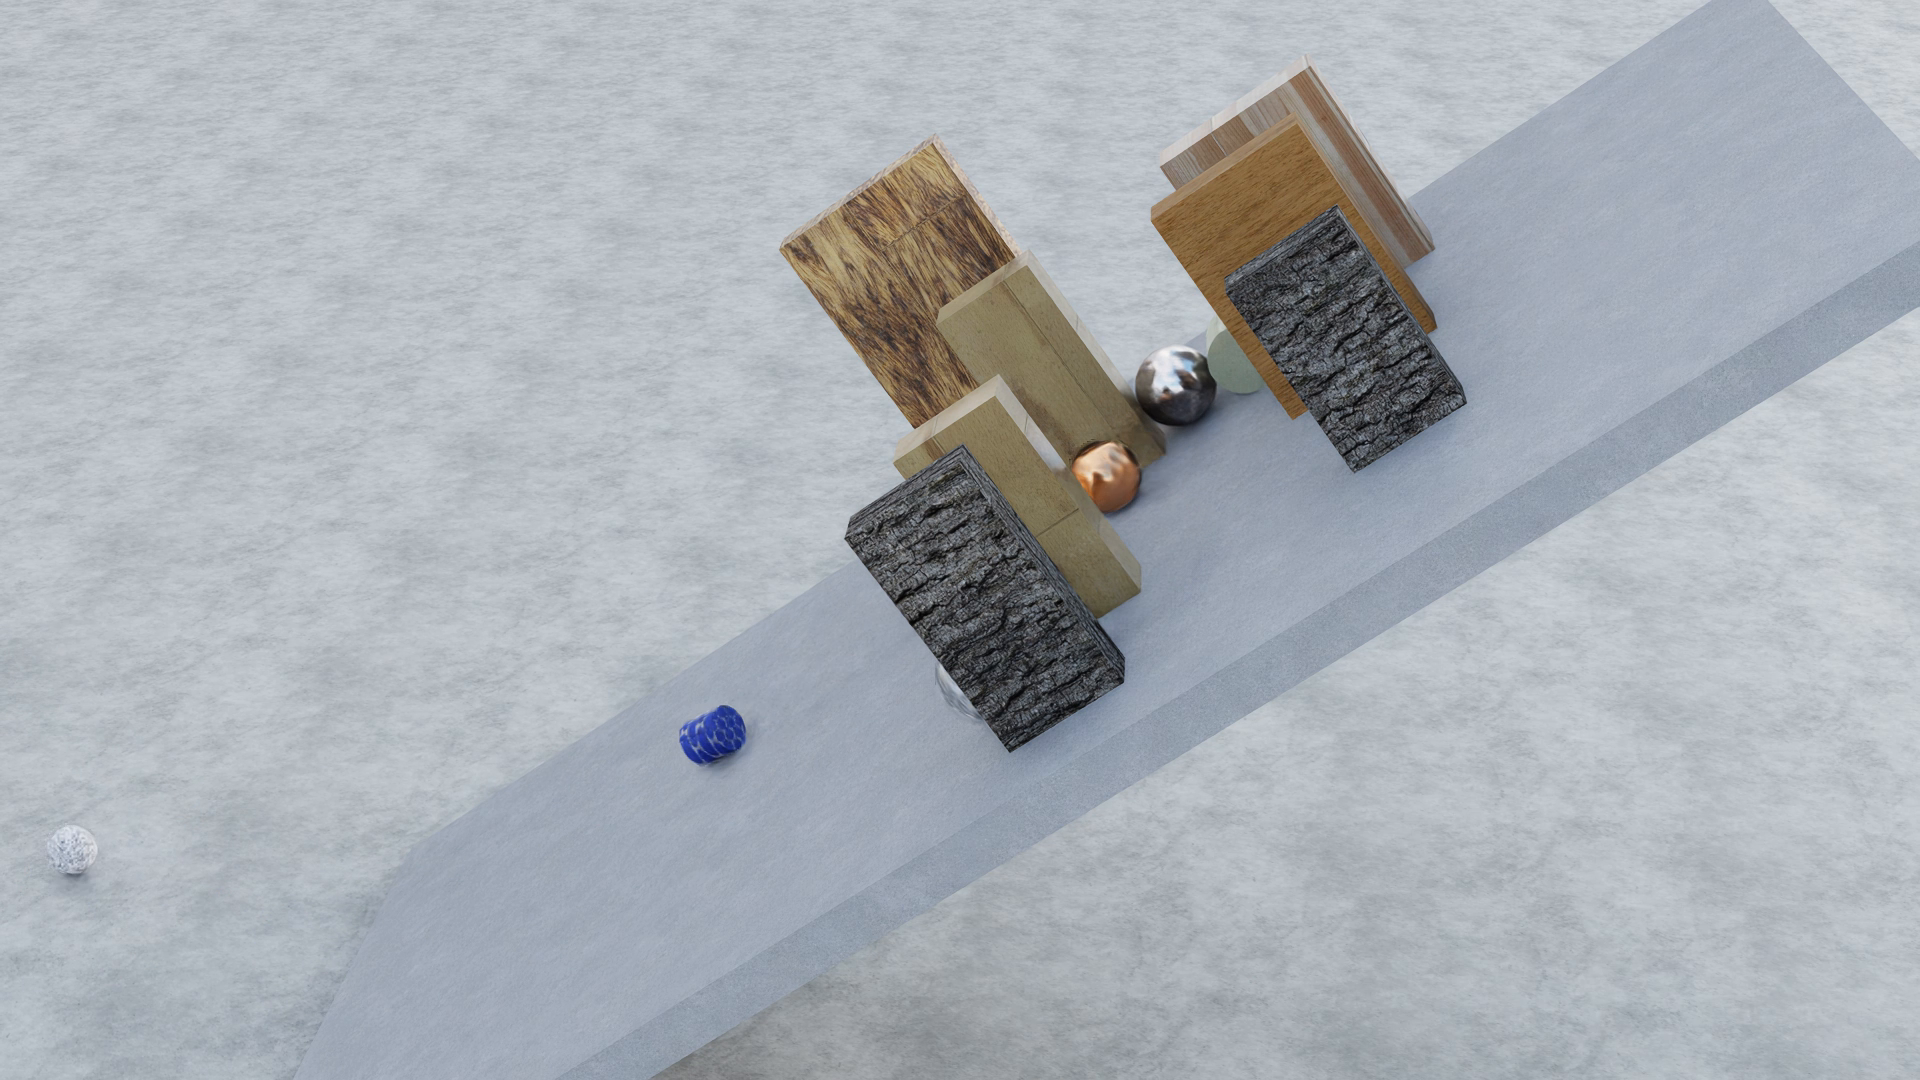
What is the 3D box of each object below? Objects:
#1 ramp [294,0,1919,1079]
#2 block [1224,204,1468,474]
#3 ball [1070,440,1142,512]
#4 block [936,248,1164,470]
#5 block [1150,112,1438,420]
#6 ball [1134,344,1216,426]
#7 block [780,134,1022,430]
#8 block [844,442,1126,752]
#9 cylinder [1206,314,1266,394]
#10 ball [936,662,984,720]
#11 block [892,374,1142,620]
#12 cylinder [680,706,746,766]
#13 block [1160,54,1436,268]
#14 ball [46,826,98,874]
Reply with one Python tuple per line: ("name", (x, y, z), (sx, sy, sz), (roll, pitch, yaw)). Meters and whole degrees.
("ramp", (0.134, 0.175, 6.310), (4.000, 0.100, 2.000), (-33, 16, 15))
("block", (0.732, -0.379, 5.582), (0.254, 0.438, 0.103), (-33, 16, 15))
("ball", (0.312, -0.136, 6.338), (0.156, 0.156, 0.156), (0, 22, 0))
("block", (0.203, -0.351, 6.499), (0.243, 0.527, 0.126), (-33, 16, 15))
("block", (0.687, -0.561, 6.054), (0.355, 0.521, 0.106), (-33, 16, 15))
("ball", (0.478, -0.343, 6.521), (0.182, 0.182, 0.182), (0, 22, 0))
("block", (-0.010, -0.510, 6.946), (0.445, 0.784, 0.099), (-33, 16, 15))
("block", (0.050, 0.111, 5.497), (0.262, 0.526, 0.114), (-33, 16, 15))
("cylinder", (0.623, -0.423, 6.482), (0.158, 0.158, 0.158), (1, 22, 3))
("ball", (0.047, 0.257, 5.728), (0.183, 0.183, 0.183), (0, 22, 0))
("block", (0.118, -0.048, 5.861), (0.247, 0.499, 0.132), (-33, 16, 15))
("cylinder", (-0.561, 0.443, 6.674), (0.107, 0.107, 0.107), (-26, 5, 35))
("block", (0.746, -0.753, 6.521), (0.393, 0.498, 0.129), (-33, 16, 15))
("ball", (-2.352, 0.820, 7.789), (0.129, 0.129, 0.129), (0, 22, 0))
